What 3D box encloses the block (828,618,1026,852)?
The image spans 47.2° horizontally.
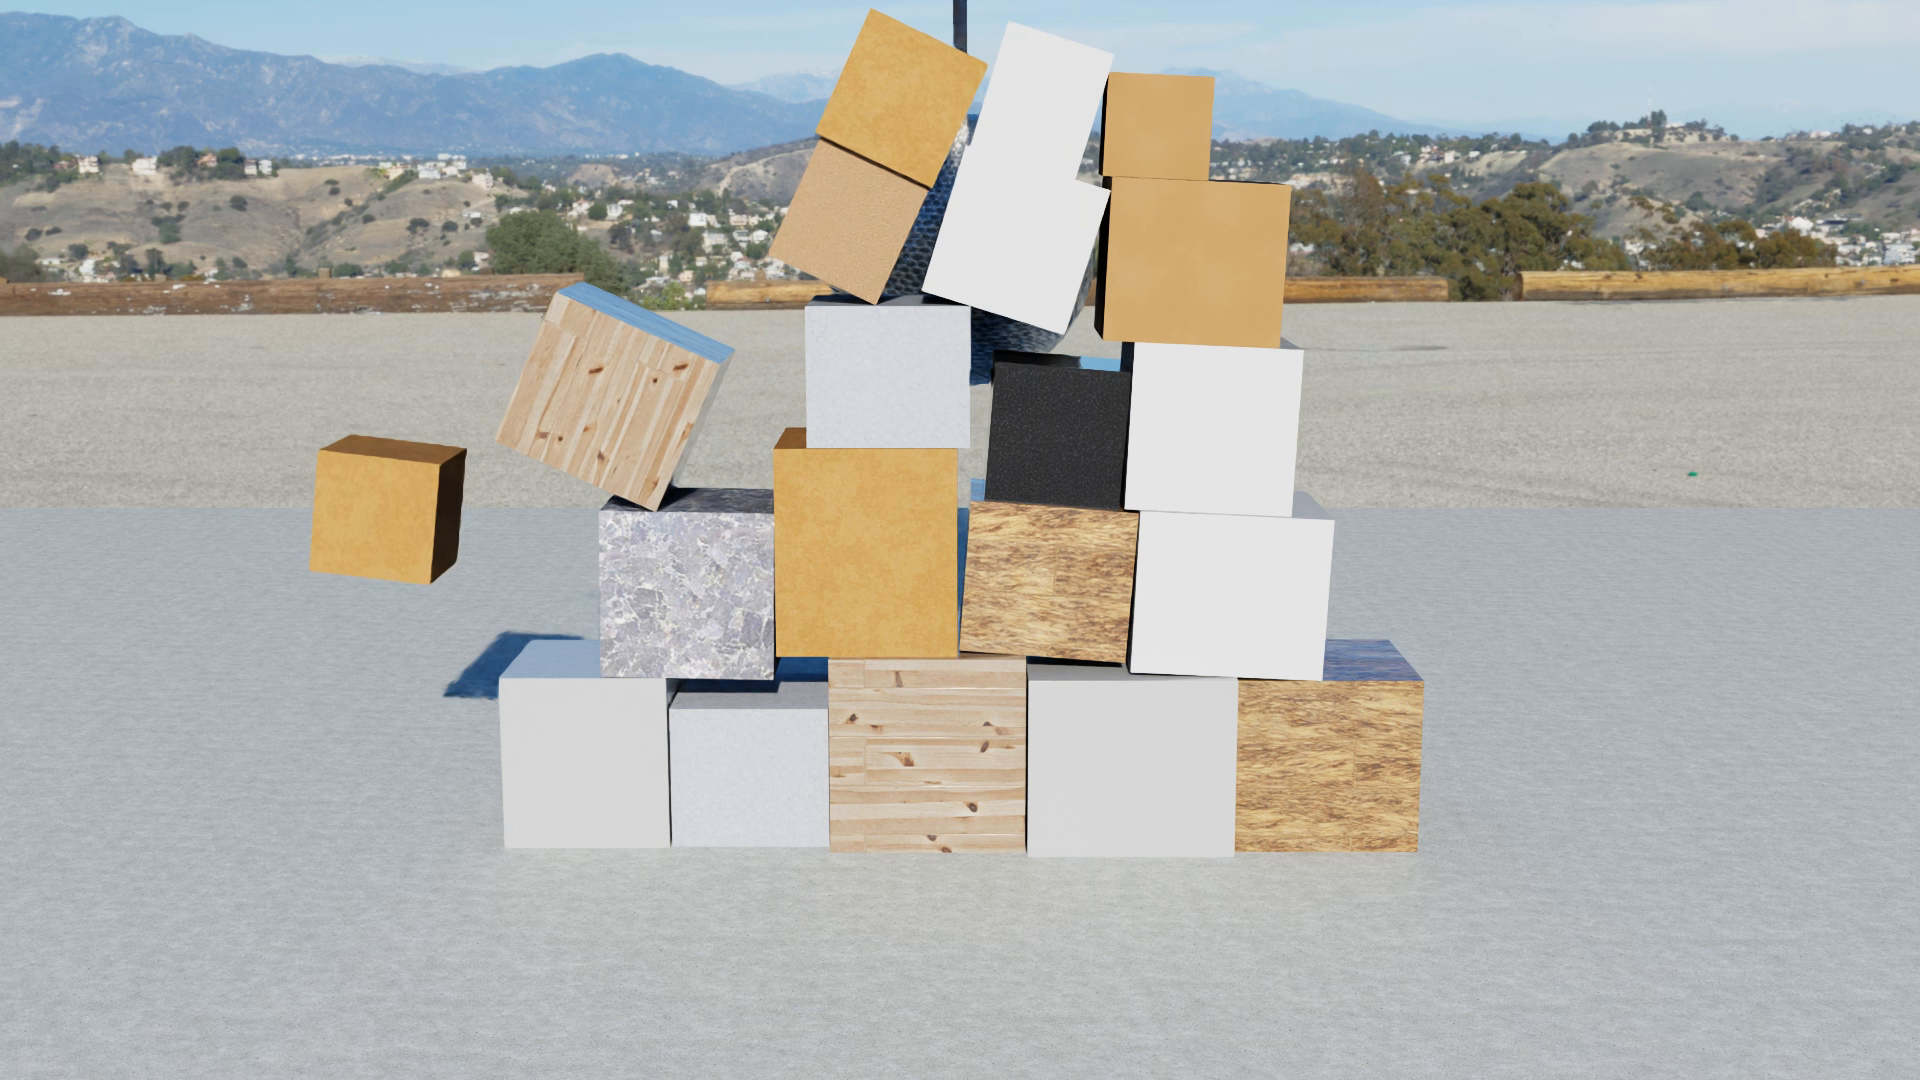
[{"bbox_3d":[-0.161,0.990,11.361,0.971,0.987,0.953,0,10,0],"label":"block"}]

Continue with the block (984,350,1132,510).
[{"bbox_3d":[0.477,-0.563,11.066,0.664,0.684,0.640,4,10,-1],"label":"block"}]

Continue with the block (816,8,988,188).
[{"bbox_3d":[-0.278,-2.161,10.788,0.617,0.639,0.695,25,9,-5],"label":"block"}]

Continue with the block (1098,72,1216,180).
[{"bbox_3d":[0.960,-2.033,10.819,0.511,0.492,0.482,3,10,0],"label":"block"}]

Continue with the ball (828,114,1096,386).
[{"bbox_3d":[0.000,-1.706,12.978,1.600,1.600,1.600,0,10,0],"label":"ball"}]

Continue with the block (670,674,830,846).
[{"bbox_3d":[-1.052,1.127,11.376,0.790,0.713,0.746,0,10,0],"label":"block"}]

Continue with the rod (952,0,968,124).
[{"bbox_3d":[0.000,-4.635,11.251,0.080,5.200,0.080,0,31,0],"label":"rod"}]

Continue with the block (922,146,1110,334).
[{"bbox_3d":[0.269,-1.502,10.924,0.726,0.725,0.704,17,10,-3],"label":"block"}]

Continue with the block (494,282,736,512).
[{"bbox_3d":[-1.713,-0.735,11.035,0.856,0.791,0.790,24,9,-4],"label":"block"}]

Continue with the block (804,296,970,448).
[{"bbox_3d":[-0.349,-0.857,11.044,0.796,0.689,0.788,0,10,0],"label":"block"}]

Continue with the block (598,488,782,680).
[{"bbox_3d":[-1.345,0.206,11.206,0.857,0.835,0.771,1,10,0],"label":"block"}]

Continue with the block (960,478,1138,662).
[{"bbox_3d":[0.437,0.144,11.193,0.825,0.753,0.724,4,10,-1],"label":"block"}]

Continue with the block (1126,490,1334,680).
[{"bbox_3d":[1.332,0.197,11.205,0.944,0.804,0.911,3,10,0],"label":"block"}]

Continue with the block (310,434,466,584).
[{"bbox_3d":[-2.888,-0.163,11.142,0.597,0.605,0.616,7,10,-2],"label":"block"}]

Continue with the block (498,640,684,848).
[{"bbox_3d":[-1.872,1.042,11.384,0.829,0.878,0.846,0,10,0],"label":"block"}]

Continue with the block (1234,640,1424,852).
[{"bbox_3d":[1.829,1.045,11.364,0.916,0.879,0.917,0,10,0],"label":"block"}]

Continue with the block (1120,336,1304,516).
[{"bbox_3d":[1.230,-0.605,11.059,0.815,0.815,0.808,3,10,0],"label":"block"}]

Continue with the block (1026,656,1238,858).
[{"bbox_3d":[0.848,1.036,11.355,1.026,0.898,1.066,0,10,0],"label":"block"}]

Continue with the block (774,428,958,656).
[{"bbox_3d":[-0.461,-0.006,11.185,0.895,1.036,0.823,0,10,0],"label":"block"}]

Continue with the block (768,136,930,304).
[{"bbox_3d":[-0.536,-1.590,10.881,0.576,0.626,0.568,25,9,-4],"label":"block"}]

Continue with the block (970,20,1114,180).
[{"bbox_3d":[0.396,-2.148,10.778,0.529,0.615,0.565,17,10,-2],"label":"block"}]

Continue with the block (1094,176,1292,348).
[{"bbox_3d":[1.134,-1.394,10.909,0.853,0.780,0.779,3,10,0],"label":"block"}]
